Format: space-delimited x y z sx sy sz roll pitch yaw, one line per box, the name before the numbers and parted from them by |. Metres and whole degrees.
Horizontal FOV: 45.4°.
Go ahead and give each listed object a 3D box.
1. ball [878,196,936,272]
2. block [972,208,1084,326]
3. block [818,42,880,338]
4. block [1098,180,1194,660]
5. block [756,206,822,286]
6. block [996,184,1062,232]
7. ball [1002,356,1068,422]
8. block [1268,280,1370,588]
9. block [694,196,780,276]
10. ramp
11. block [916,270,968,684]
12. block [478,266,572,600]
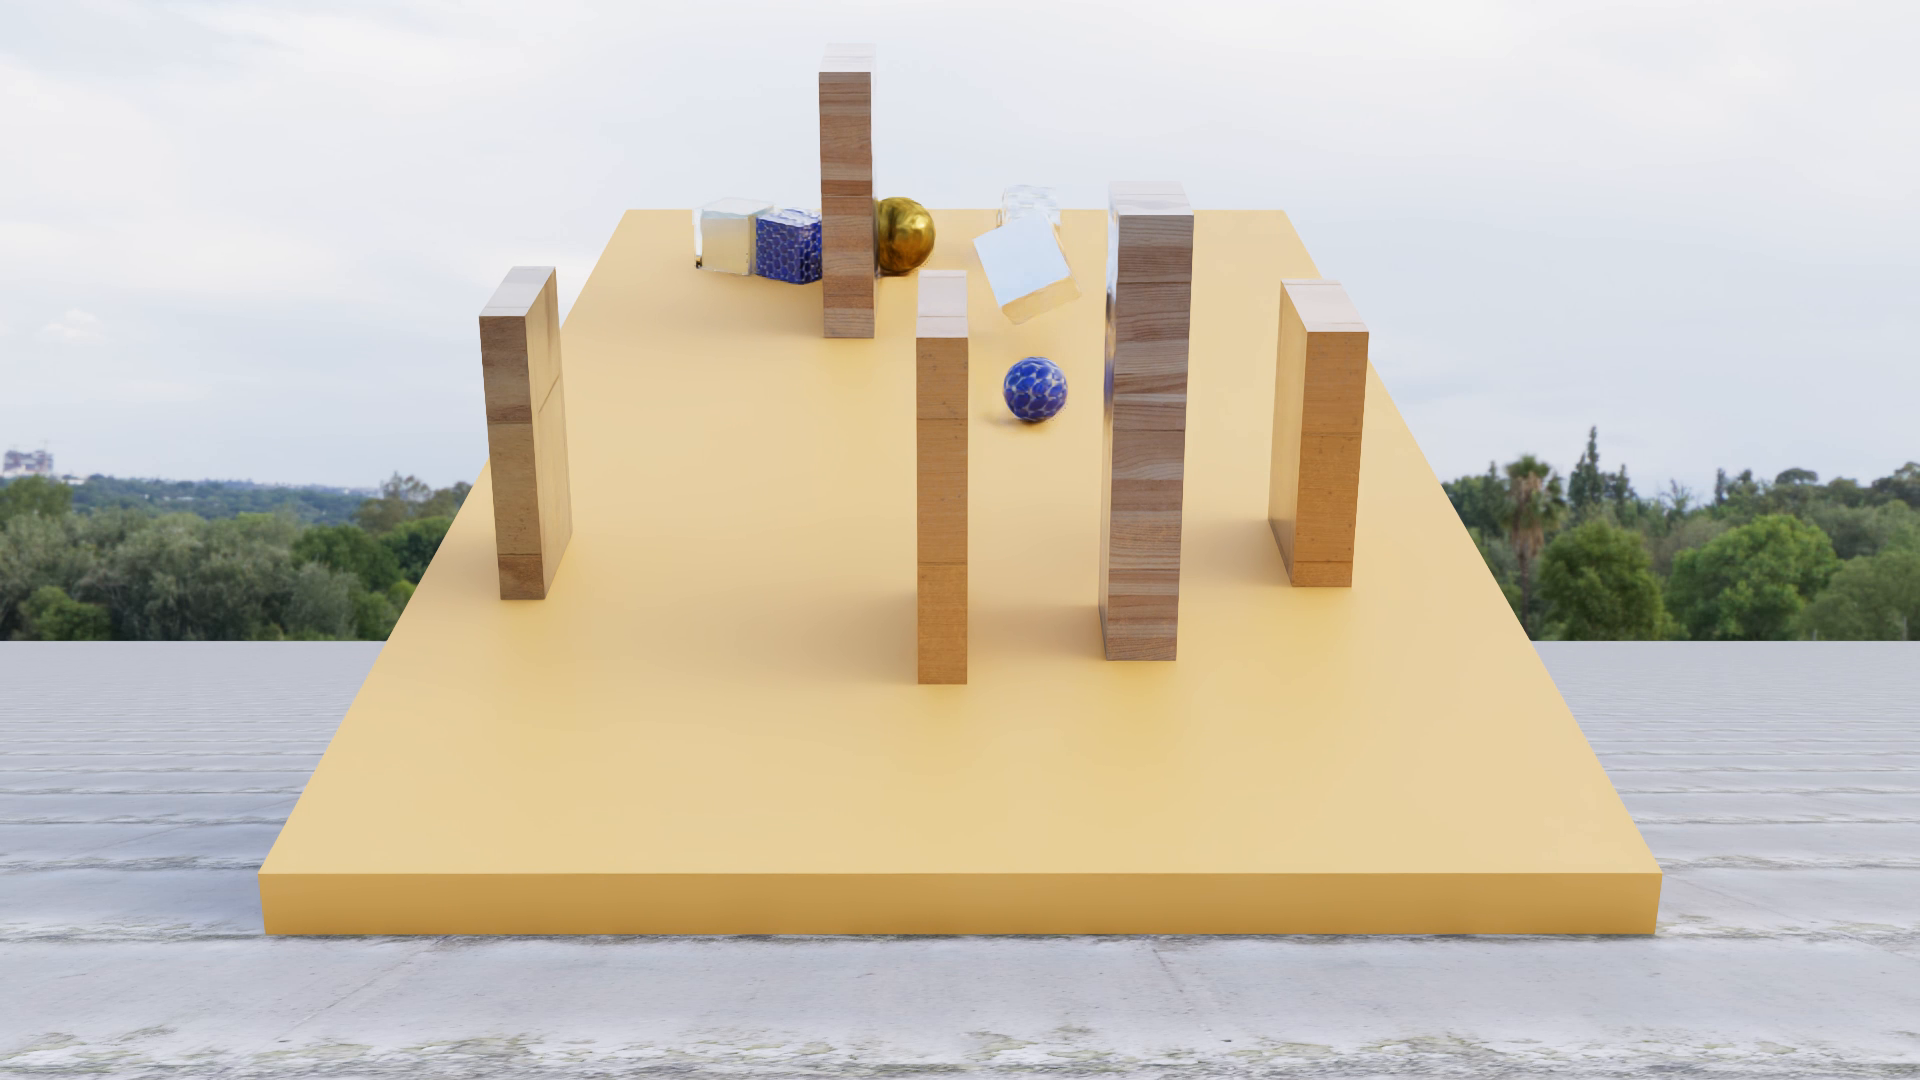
ball | -0.170 -0.836 6.271 0.206 0.206 0.206 0 -2 0
block | 0.169 -0.672 5.661 0.187 0.187 0.187 -23 -14 8
block | -0.276 -0.885 5.780 0.125 0.662 0.407 0 22 0
block | 0.311 -0.199 3.902 0.120 0.780 0.240 0 22 0
block | -0.441 -0.801 6.244 0.162 0.162 0.162 17 27 35
block | 0.190 -0.889 6.399 0.142 0.142 0.142 3 -37 -12
ball | 0.168 -0.336 5.101 0.146 0.146 0.146 0 -2 0
block | 0.669 -0.206 4.311 0.110 0.491 0.351 0 22 0
block | -0.612 -0.841 6.333 0.169 0.169 0.169 11 24 25
ramp | -0.006 -0.219 5.139 2.000 0.100 4.000 0 22 0
block | -0.030 -0.115 3.924 0.083 0.605 0.409 0 22 0
block | -0.797 -0.202 4.233 0.080 0.536 0.335 0 22 0
